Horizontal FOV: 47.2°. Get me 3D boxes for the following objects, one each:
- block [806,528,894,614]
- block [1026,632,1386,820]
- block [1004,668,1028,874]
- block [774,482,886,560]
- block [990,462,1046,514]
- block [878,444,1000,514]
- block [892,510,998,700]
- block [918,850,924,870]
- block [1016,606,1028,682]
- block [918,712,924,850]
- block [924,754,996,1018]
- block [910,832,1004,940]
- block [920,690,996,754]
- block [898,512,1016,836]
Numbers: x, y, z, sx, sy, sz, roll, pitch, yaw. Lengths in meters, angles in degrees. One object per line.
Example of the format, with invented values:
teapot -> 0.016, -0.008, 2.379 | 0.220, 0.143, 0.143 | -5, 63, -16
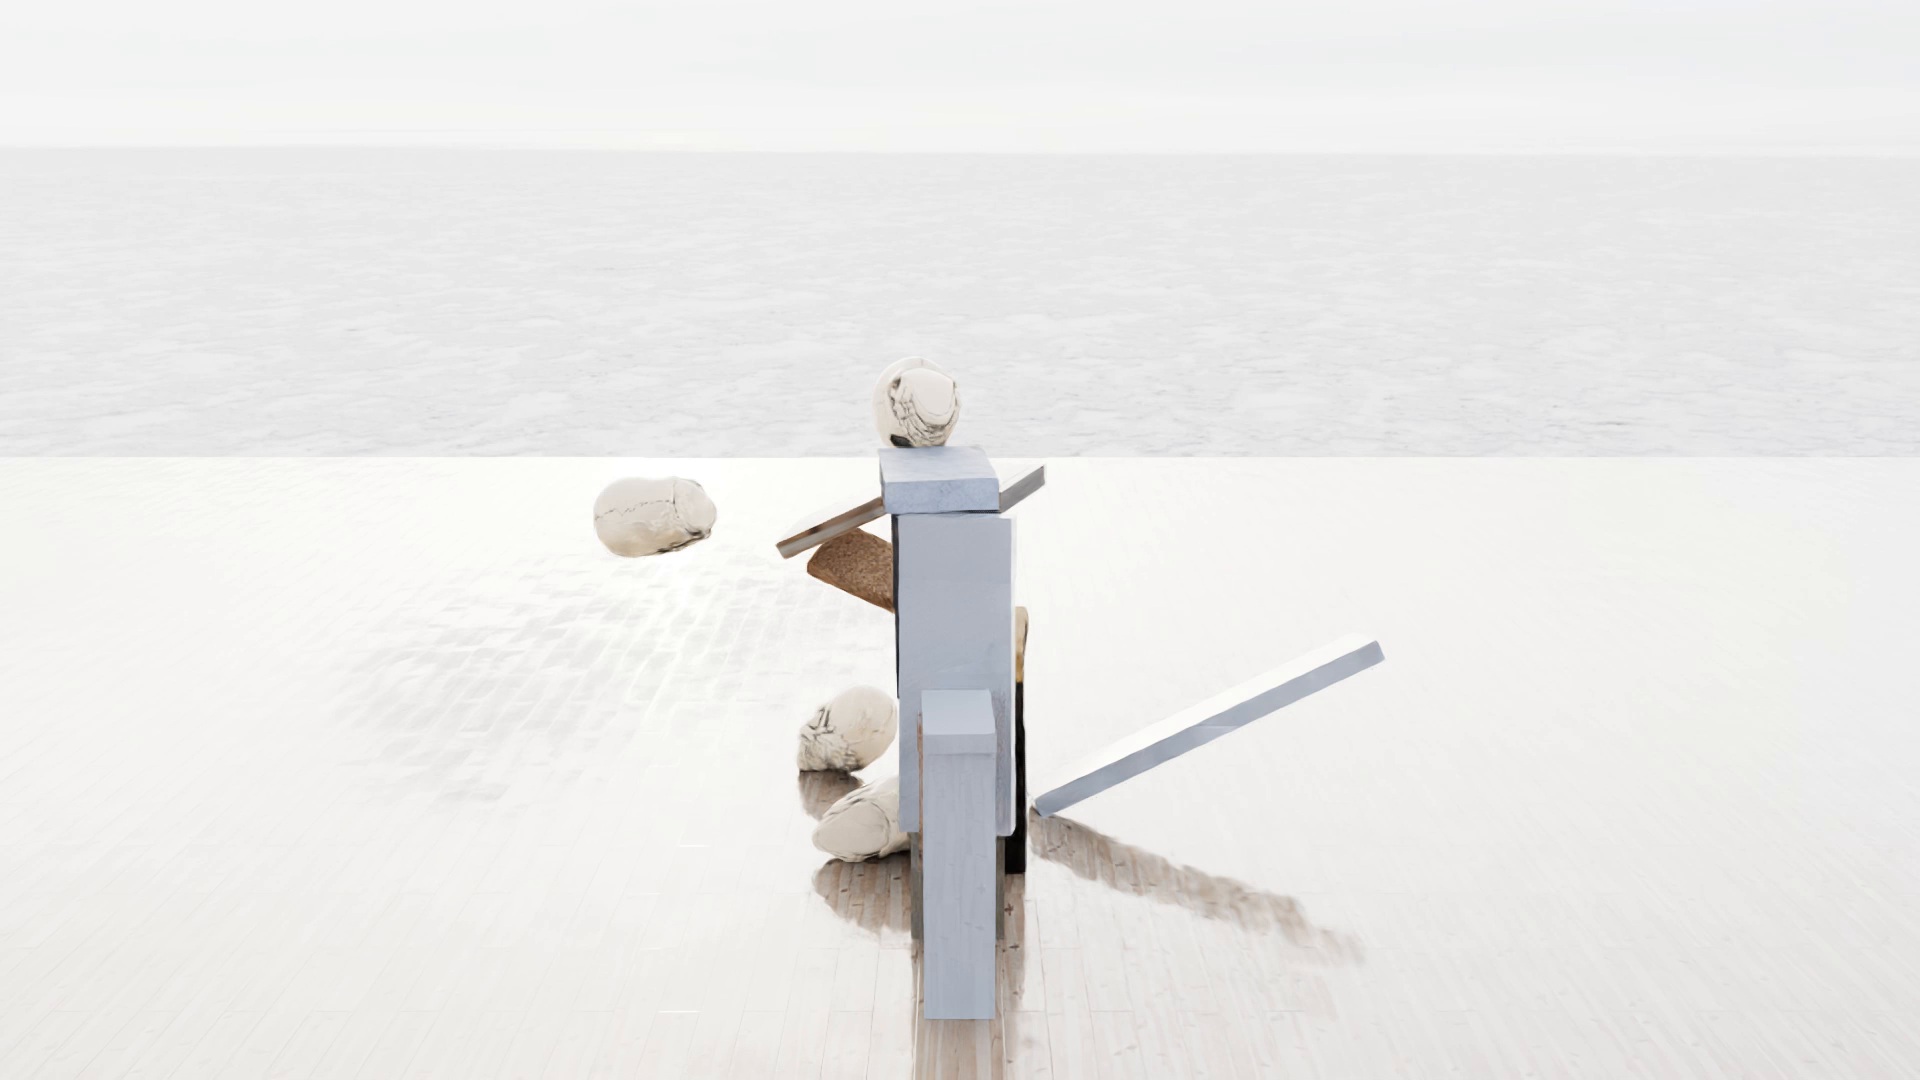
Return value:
block -> -0.134, 0.059, 3.836 | 0.238, 0.034, 0.119 | 24, 47, 13
block -> 0.452, 0.342, 4.105 | 0.699, 0.042, 0.147 | -24, 6, -4
block -> 0.023, 0.393, 3.744 | 0.177, 0.355, 0.050 | 0, 17, 5
block -> -0.197, -0.043, 3.790 | 0.238, 0.034, 0.119 | -24, 14, 29
block -> 0.045, -0.096, 4.213 | 0.147, 0.042, 0.294 | 3, 15, 21
block -> -0.038, -0.099, 3.485 | 0.172, 0.049, 0.344 | -2, 11, -3
block -> -0.021, 0.085, 3.577 | 0.172, 0.344, 0.049 | -2, 4, 1
block -> -0.014, 0.463, 3.321 | 0.086, 0.024, 0.171 | 0, 8, 4
block -> 0.024, 0.177, 3.793 | 0.177, 0.050, 0.355 | 0, 10, 3
block -> -0.010, 0.357, 3.250 | 0.102, 0.203, 0.029 | 0, 12, 1
block -> 0.000, 0.487, 3.130 | 0.102, 0.399, 0.029 | 0, 10, 0
block -> -0.004, 0.480, 3.452 | 0.148, 0.295, 0.042 | 0, 12, 0
block -> -0.004, 0.260, 3.157 | 0.102, 0.029, 0.203 | -1, 14, -2
block -> -0.004, 0.203, 3.336 | 0.172, 0.486, 0.049 | 1, 8, 9
